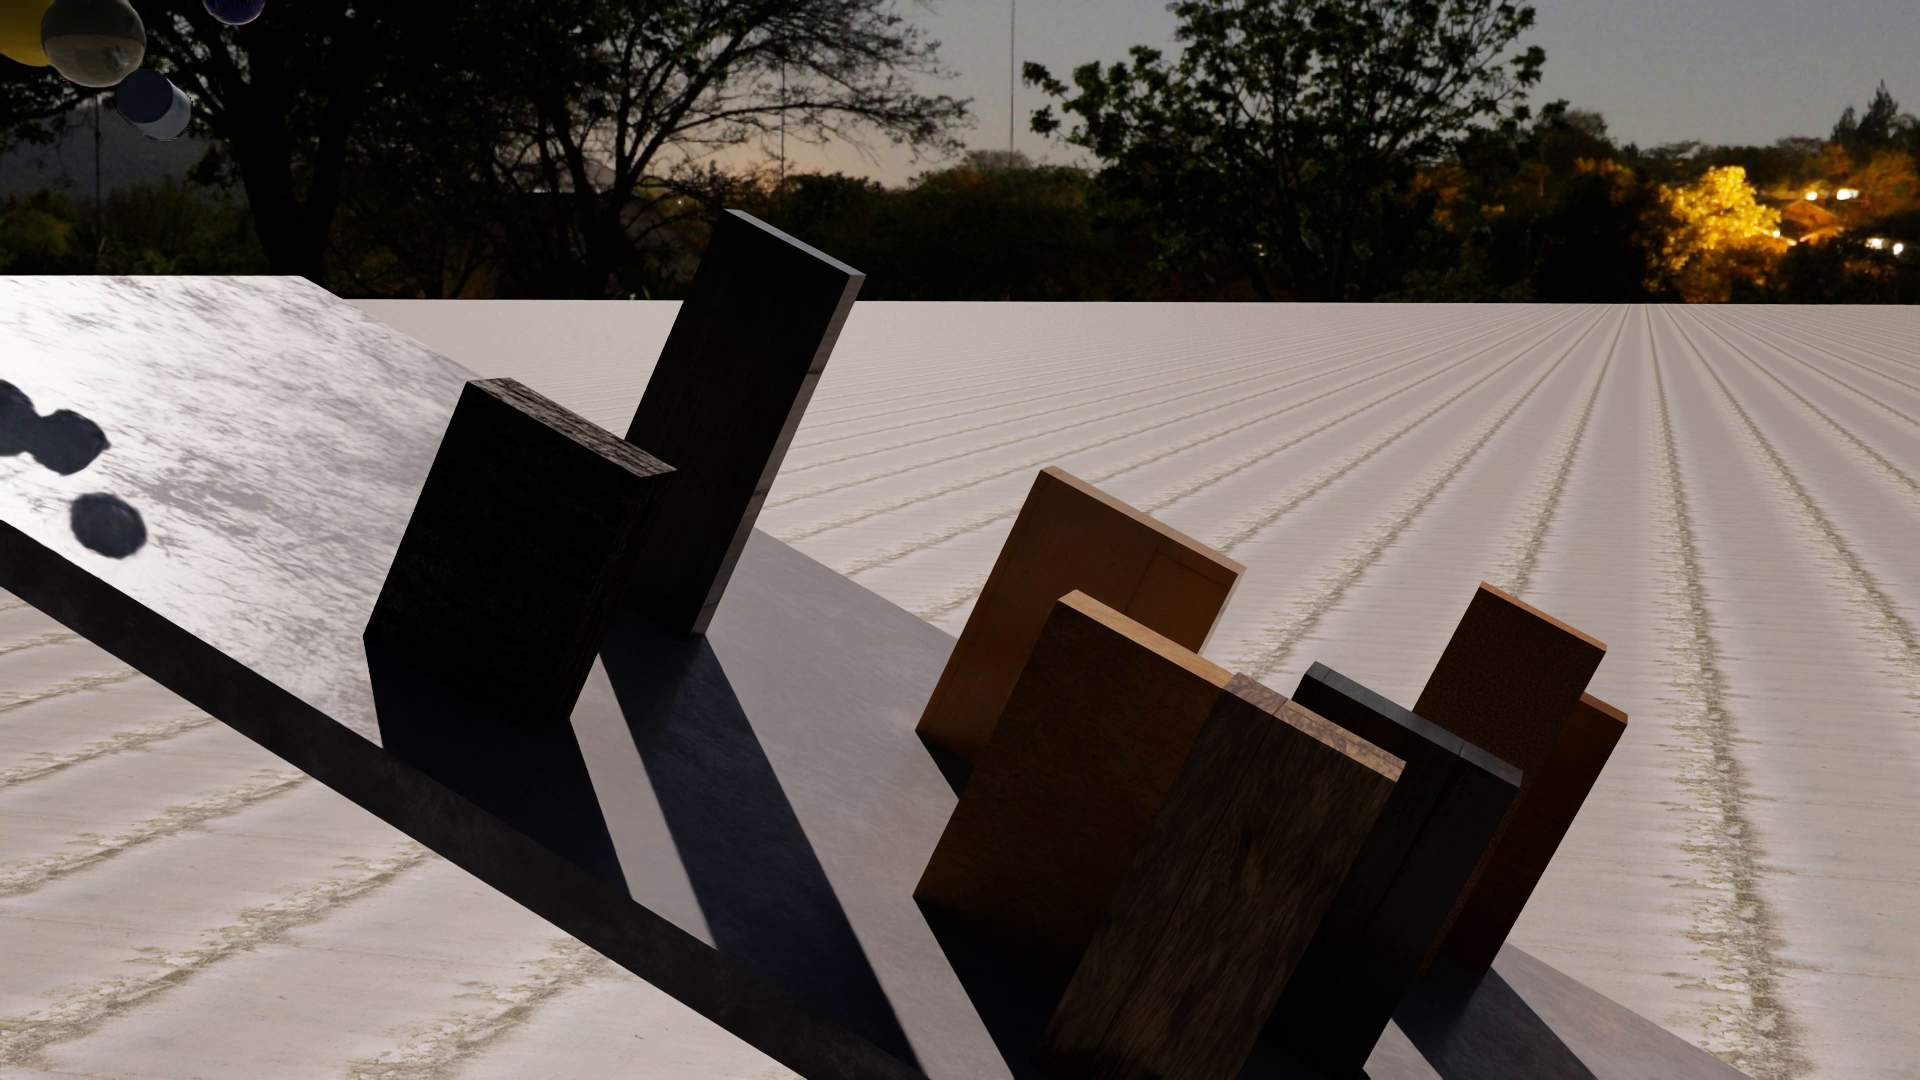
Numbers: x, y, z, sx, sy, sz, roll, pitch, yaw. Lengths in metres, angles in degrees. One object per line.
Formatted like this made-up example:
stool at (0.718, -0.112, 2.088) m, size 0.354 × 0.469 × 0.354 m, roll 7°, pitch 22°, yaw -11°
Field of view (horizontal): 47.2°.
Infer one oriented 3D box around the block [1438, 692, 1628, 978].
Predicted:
block at (1.077, 0.551, 4.548) m, size 0.336 × 0.608 × 0.110 m, roll 28°, pitch 14°, yaw 12°

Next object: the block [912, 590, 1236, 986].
block at (0.190, 0.408, 3.599) m, size 0.312 × 0.563 × 0.121 m, roll 28°, pitch 14°, yaw 12°

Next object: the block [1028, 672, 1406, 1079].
block at (0.374, 0.549, 3.223) m, size 0.274 × 0.646 × 0.134 m, roll 28°, pitch 14°, yaw 12°

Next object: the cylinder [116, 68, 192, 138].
cylinder at (-1.646, -0.890, 4.492) m, size 0.114 × 0.114 × 0.114 m, roll 0°, pitch -5°, yaw -2°

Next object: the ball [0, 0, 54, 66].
ball at (-1.953, -1.105, 4.643) m, size 0.206 × 0.206 × 0.206 m, roll 0°, pitch 7°, yaw 0°

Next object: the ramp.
ramp at (-0.251, 0.425, 4.163) m, size 4.000 × 0.100 × 2.000 m, roll 28°, pitch 14°, yaw 12°

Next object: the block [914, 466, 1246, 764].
block at (0.233, 0.217, 4.330) m, size 0.432 × 0.591 × 0.100 m, roll 28°, pitch 14°, yaw 12°

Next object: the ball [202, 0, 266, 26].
ball at (-1.521, -1.147, 4.604) m, size 0.134 × 0.134 × 0.134 m, roll 0°, pitch 7°, yaw 0°

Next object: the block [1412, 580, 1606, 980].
block at (0.969, 0.476, 4.333) m, size 0.265 × 0.751 × 0.083 m, roll 28°, pitch 14°, yaw 12°

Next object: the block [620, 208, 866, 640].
block at (-0.479, -0.220, 4.277) m, size 0.285 × 0.790 × 0.088 m, roll 28°, pitch 14°, yaw 12°

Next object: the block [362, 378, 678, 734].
block at (-0.724, 0.022, 3.612) m, size 0.337 × 0.471 × 0.141 m, roll 28°, pitch 14°, yaw 12°

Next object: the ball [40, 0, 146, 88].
ball at (-1.785, -1.036, 4.531) m, size 0.203 × 0.203 × 0.203 m, roll 0°, pitch 7°, yaw 0°

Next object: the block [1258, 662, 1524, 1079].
block at (0.632, 0.565, 3.728) m, size 0.389 × 0.596 × 0.126 m, roll 28°, pitch 14°, yaw 12°
